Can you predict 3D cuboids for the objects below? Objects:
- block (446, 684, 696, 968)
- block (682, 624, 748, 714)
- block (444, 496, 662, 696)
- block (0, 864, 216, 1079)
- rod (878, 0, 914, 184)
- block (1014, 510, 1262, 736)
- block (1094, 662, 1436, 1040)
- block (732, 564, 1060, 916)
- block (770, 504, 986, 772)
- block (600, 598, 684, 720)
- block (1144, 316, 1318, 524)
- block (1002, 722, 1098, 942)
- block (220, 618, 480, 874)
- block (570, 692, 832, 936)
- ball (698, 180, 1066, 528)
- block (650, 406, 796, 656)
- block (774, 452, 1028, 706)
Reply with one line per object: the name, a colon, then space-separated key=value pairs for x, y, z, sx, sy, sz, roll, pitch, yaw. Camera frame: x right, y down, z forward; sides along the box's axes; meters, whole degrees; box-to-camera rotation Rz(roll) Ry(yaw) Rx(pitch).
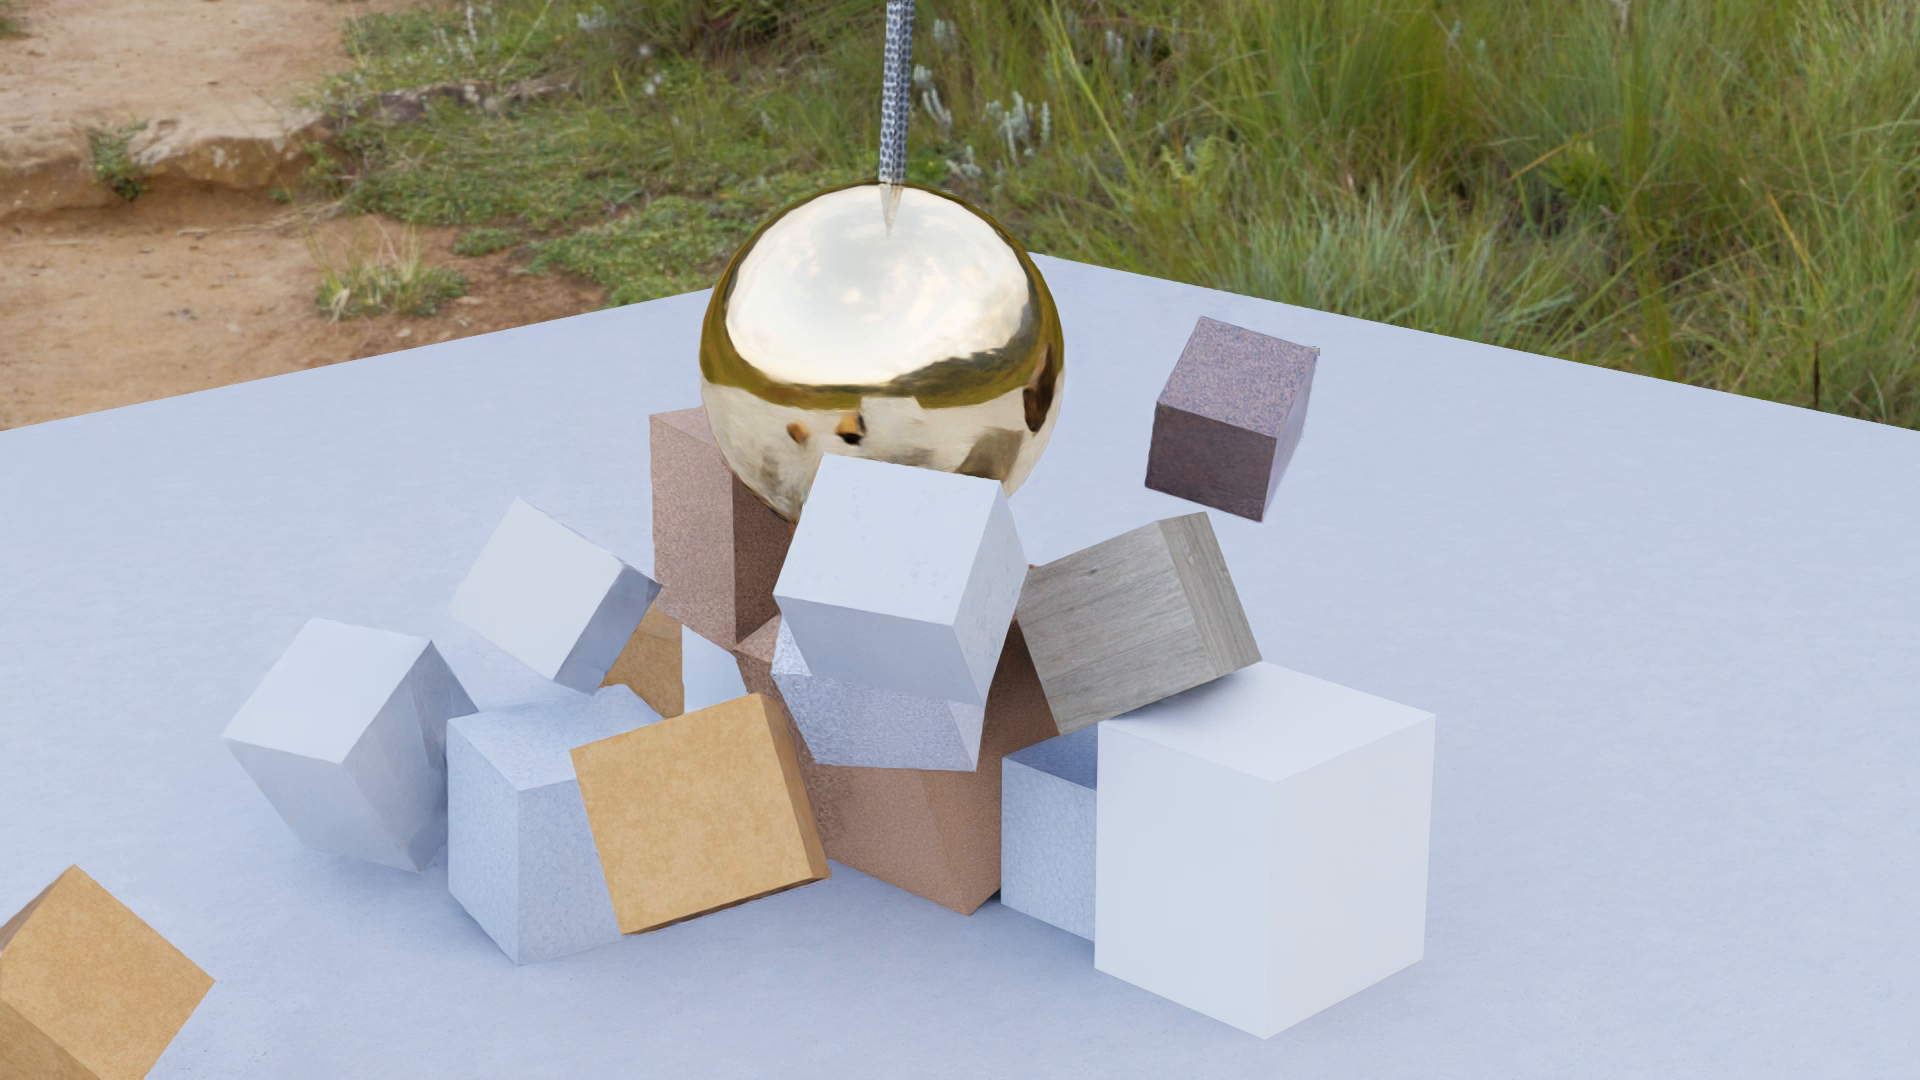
block: x=-1.702 y=1.236 z=12.868 sx=0.853 sy=0.850 sz=0.738 roll=-11 pitch=27 yaw=-31
block: x=-0.708 y=0.807 z=14.325 sx=0.889 sy=0.870 sz=0.928 roll=-17 pitch=24 yaw=-42
block: x=-1.772 y=0.255 z=12.839 sx=0.579 sy=0.585 sz=0.599 roll=31 pitch=-3 yaw=14
block: x=-3.324 y=1.747 z=10.832 sx=0.705 sy=0.679 sz=0.602 roll=-36 pitch=17 yaw=41
rod: x=-0.146 y=-4.049 z=11.916 sx=0.080 sy=5.200 sz=0.080 roll=17 pitch=19 yaw=42
block: x=0.746 y=0.348 z=12.516 sx=0.728 sy=0.695 sz=0.722 roll=-22 pitch=-4 yaw=21
block: x=1.284 y=1.280 z=12.402 sx=1.068 sy=1.122 sz=0.937 roll=-17 pitch=24 yaw=-42
block: x=-0.133 y=0.797 z=13.399 sx=1.111 sy=1.145 sz=1.090 roll=17 pitch=44 yaw=42
block: x=-0.291 y=0.407 z=12.156 sx=0.689 sy=0.818 sz=0.793 roll=1 pitch=60 yaw=13
block: x=-1.322 y=0.694 z=14.952 sx=0.821 sy=0.711 sz=0.815 roll=-17 pitch=24 yaw=-42
block: x=1.191 y=-0.533 z=12.884 sx=0.542 sy=0.506 sz=0.625 roll=18 pitch=46 yaw=13
block: x=0.699 y=1.294 z=13.046 sx=0.722 sy=0.708 sz=0.731 roll=-17 pitch=24 yaw=-42
block: x=-2.713 y=0.933 z=13.388 sx=0.747 sy=0.793 sz=0.729 roll=8 pitch=51 yaw=33
block: x=-0.926 y=0.990 z=10.562 sx=0.700 sy=0.677 sz=0.584 roll=-17 pitch=-7 yaw=2
ball: x=-0.337 y=-0.758 z=12.750 sx=1.600 sy=1.600 sz=1.600 roll=0 pitch=17 yaw=0
block: x=-0.860 y=-0.104 z=14.139 sx=0.965 sy=0.981 sz=0.844 roll=-11 pitch=20 yaw=-30
block: x=-0.218 y=0.156 z=11.414 sx=0.724 sy=0.656 sz=0.642 roll=9 pitch=62 yaw=17
